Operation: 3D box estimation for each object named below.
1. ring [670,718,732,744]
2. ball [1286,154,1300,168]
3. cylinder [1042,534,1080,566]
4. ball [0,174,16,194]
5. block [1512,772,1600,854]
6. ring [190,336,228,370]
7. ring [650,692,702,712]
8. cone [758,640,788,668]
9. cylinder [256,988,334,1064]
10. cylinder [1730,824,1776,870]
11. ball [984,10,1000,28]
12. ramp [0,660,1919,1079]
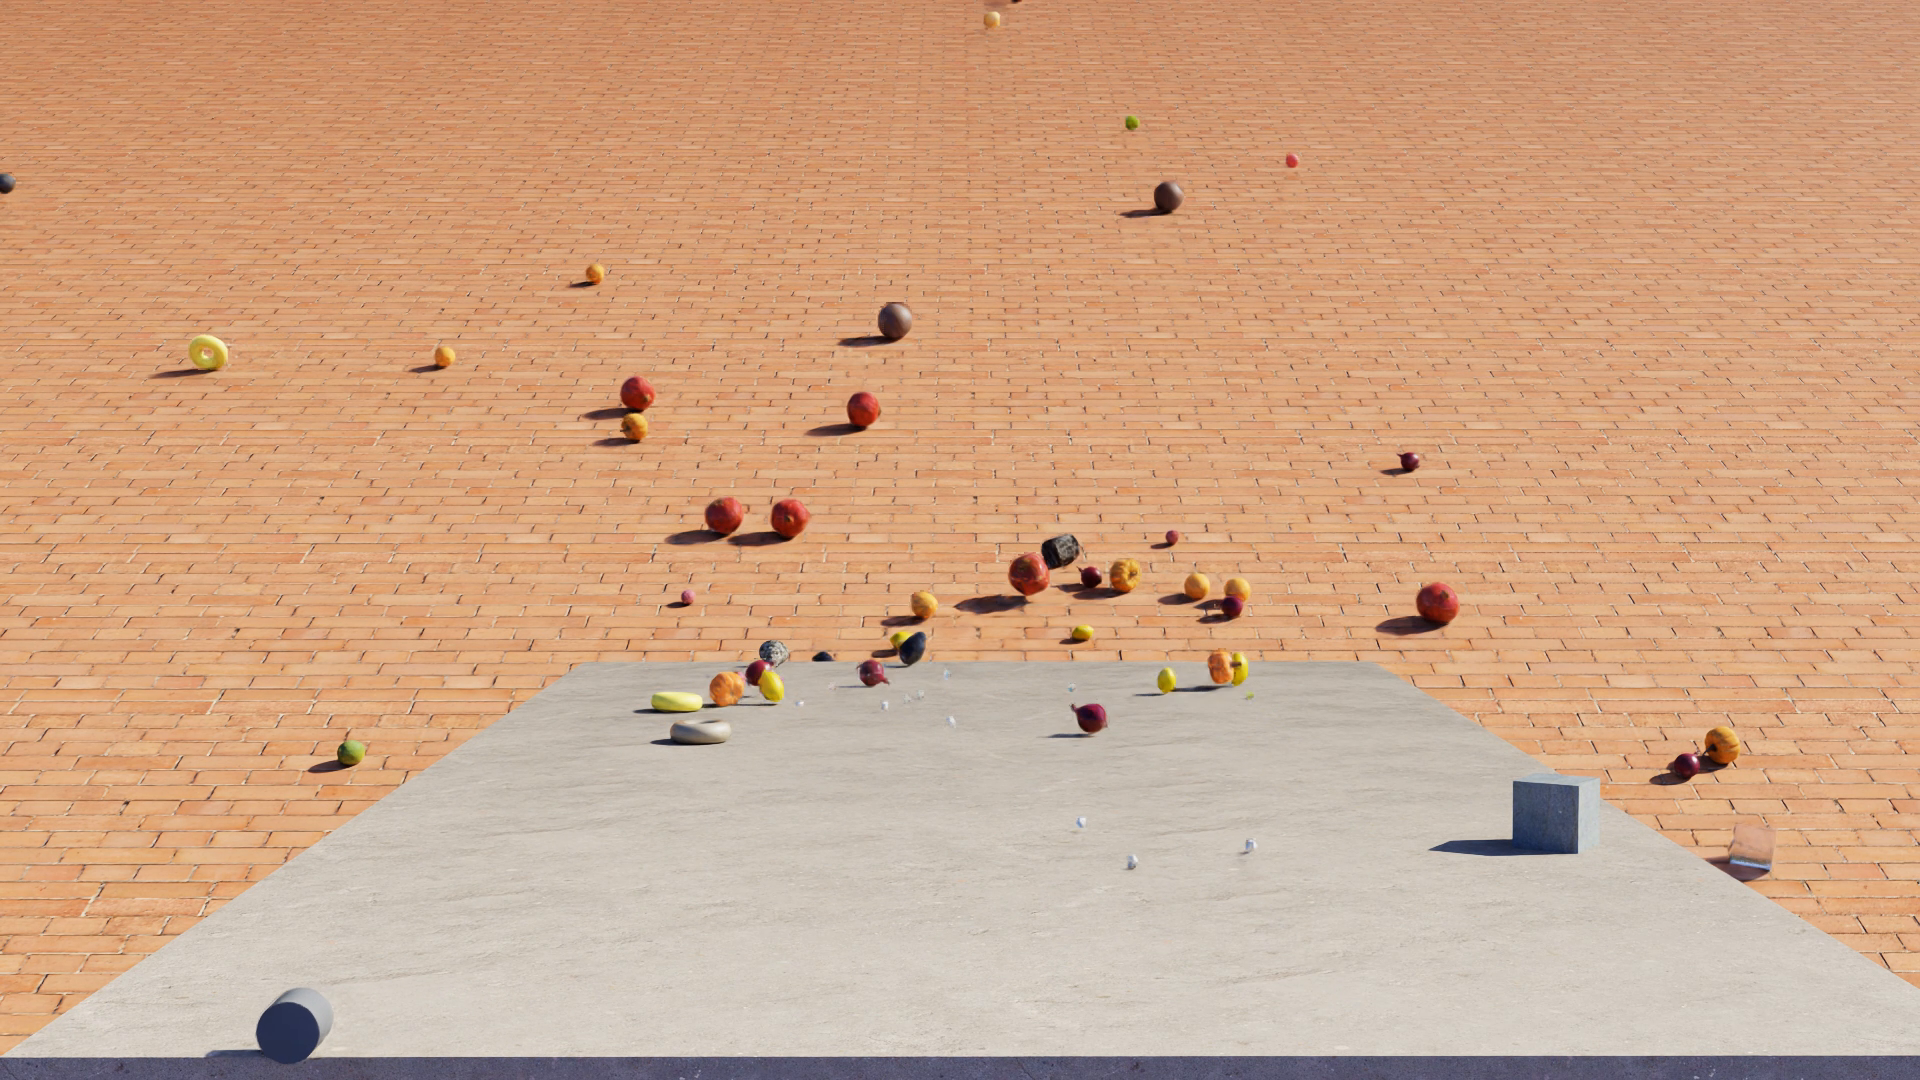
[{"bbox_3d":[-0.499,0.368,4.945,0.120,0.040,0.120,-1,3,0],"label":"ring"},{"bbox_3d":[1.529,-1.745,11.824,0.060,0.060,0.060,0,22,0],"label":"ball"},{"bbox_3d":[0.289,0.030,7.373,0.077,0.077,0.077,-16,27,-35],"label":"cylinder"},{"bbox_3d":[-4.223,-1.576,11.368,0.087,0.087,0.087,0,22,0],"label":"ball"},{"bbox_3d":[0.870,0.398,3.751,0.098,0.098,0.098,2,3,31],"label":"block"},{"bbox_3d":[-2.636,-0.657,9.018,0.132,0.132,0.044,0,32,1],"label":"ring"},{"bbox_3d":[-0.601,0.344,5.455,0.110,0.037,0.110,2,0,0],"label":"ring"},{"bbox_3d":[-0.465,0.299,6.377,0.074,0.074,0.074,0,29,1],"label":"cone"},{"bbox_3d":[-0.655,0.478,2.535,0.061,0.061,0.061,-1,3,-1],"label":"cylinder"},{"bbox_3d":[1.767,0.684,5.726,0.088,0.088,0.088,9,23,19],"label":"cylinder"},{"bbox_3d":[0.188,-3.036,14.995,0.098,0.098,0.098,0,22,0],"label":"ball"},{"bbox_3d":[0.051,0.458,4.533,2.000,0.100,4.000,0,3,0],"label":"ramp"}]
